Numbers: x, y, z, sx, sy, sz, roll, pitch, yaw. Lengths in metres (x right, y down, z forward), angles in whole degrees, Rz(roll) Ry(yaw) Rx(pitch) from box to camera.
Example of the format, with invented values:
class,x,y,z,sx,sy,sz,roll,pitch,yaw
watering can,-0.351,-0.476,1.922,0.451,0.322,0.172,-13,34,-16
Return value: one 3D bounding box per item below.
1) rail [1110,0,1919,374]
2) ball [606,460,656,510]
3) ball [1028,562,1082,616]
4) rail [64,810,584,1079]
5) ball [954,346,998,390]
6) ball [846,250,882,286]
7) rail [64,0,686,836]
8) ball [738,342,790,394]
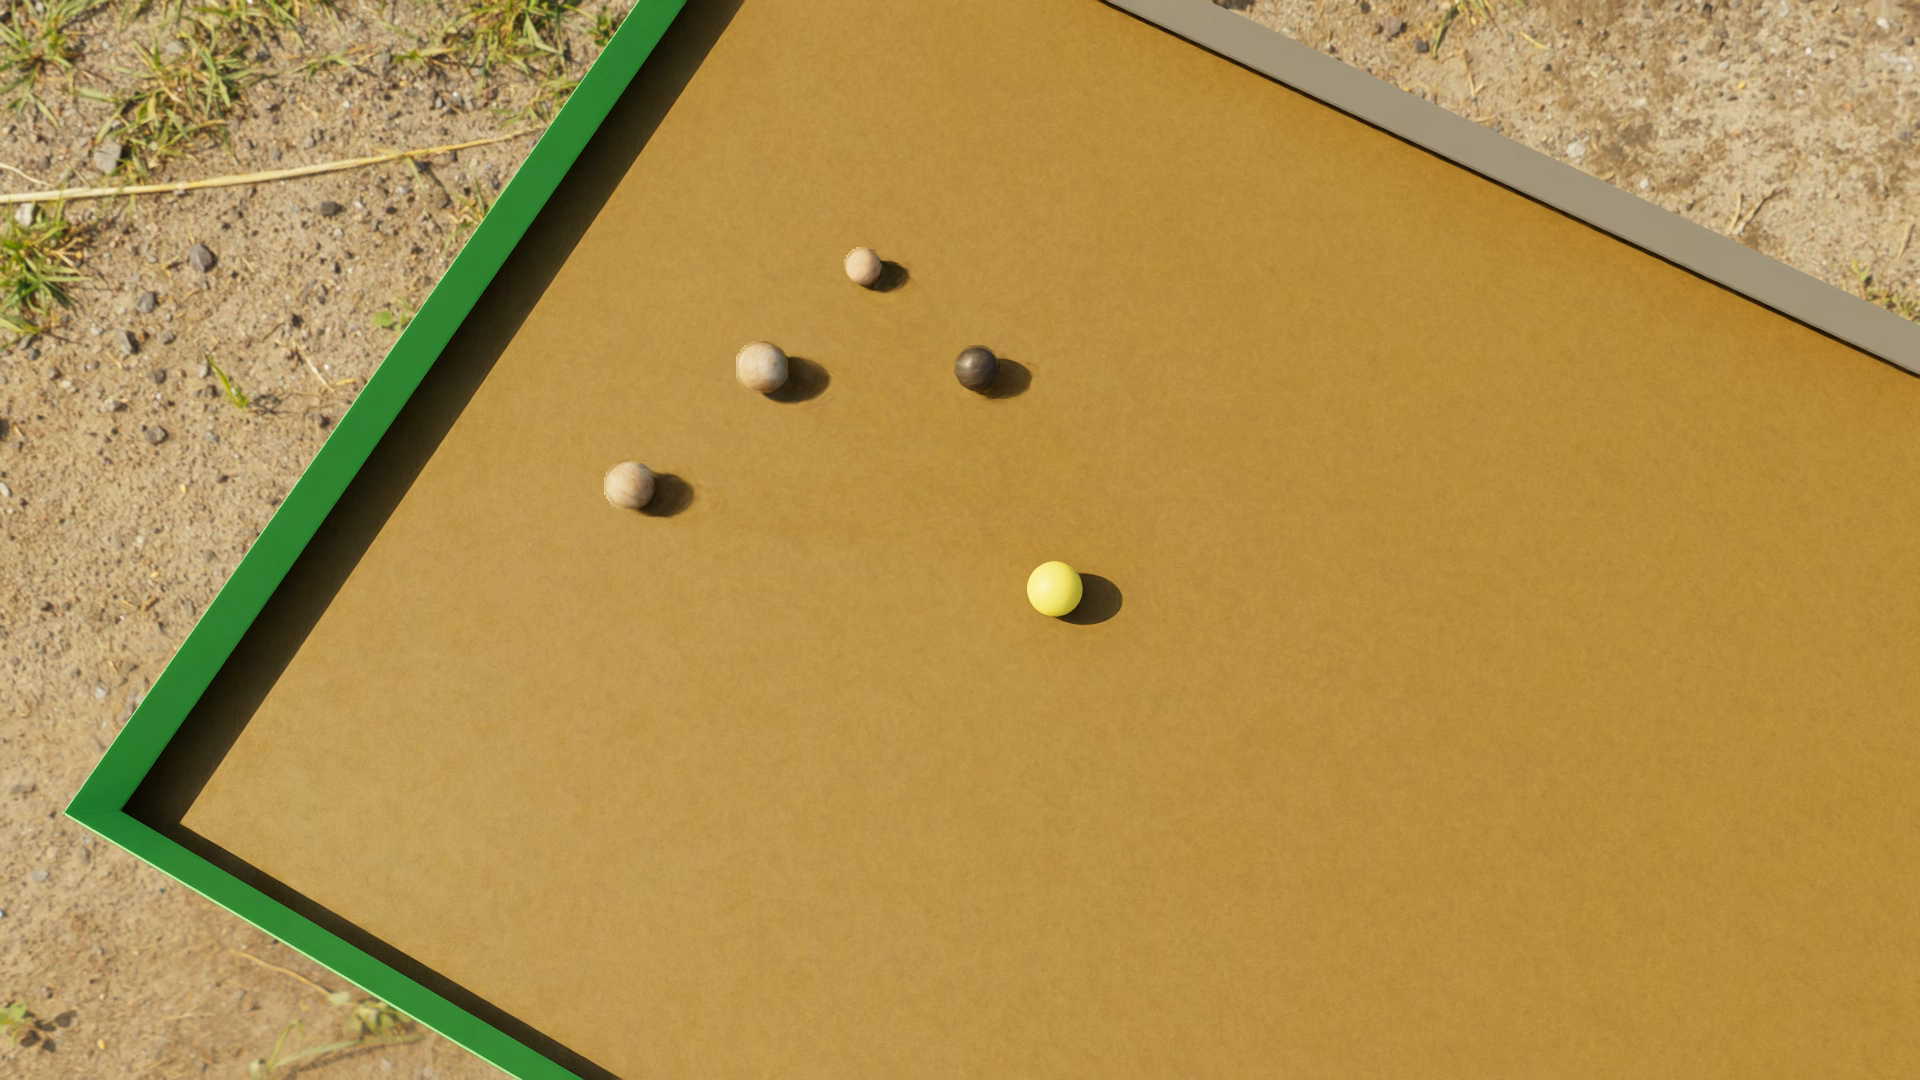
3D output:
class,x,y,z,sx,sy,sz,roll,pitch,yaw
rail,1.305,-0.414,3.591,3.736,0.112,0.045,27,72,10
ball,-0.522,-0.087,3.486,0.078,0.078,0.078,0,69,0
ball,0.148,0.076,3.420,0.087,0.087,0.087,0,69,0
rail,0.333,1.242,2.964,3.736,0.112,0.045,27,72,10
ball,0.027,-0.278,3.562,0.072,0.072,0.072,0,69,0
ball,-0.159,-0.451,3.634,0.060,0.060,0.060,0,69,0
rail,-0.798,-0.416,3.592,0.045,0.112,2.067,27,72,10
ball,-0.318,-0.278,3.556,0.084,0.084,0.084,0,69,0
